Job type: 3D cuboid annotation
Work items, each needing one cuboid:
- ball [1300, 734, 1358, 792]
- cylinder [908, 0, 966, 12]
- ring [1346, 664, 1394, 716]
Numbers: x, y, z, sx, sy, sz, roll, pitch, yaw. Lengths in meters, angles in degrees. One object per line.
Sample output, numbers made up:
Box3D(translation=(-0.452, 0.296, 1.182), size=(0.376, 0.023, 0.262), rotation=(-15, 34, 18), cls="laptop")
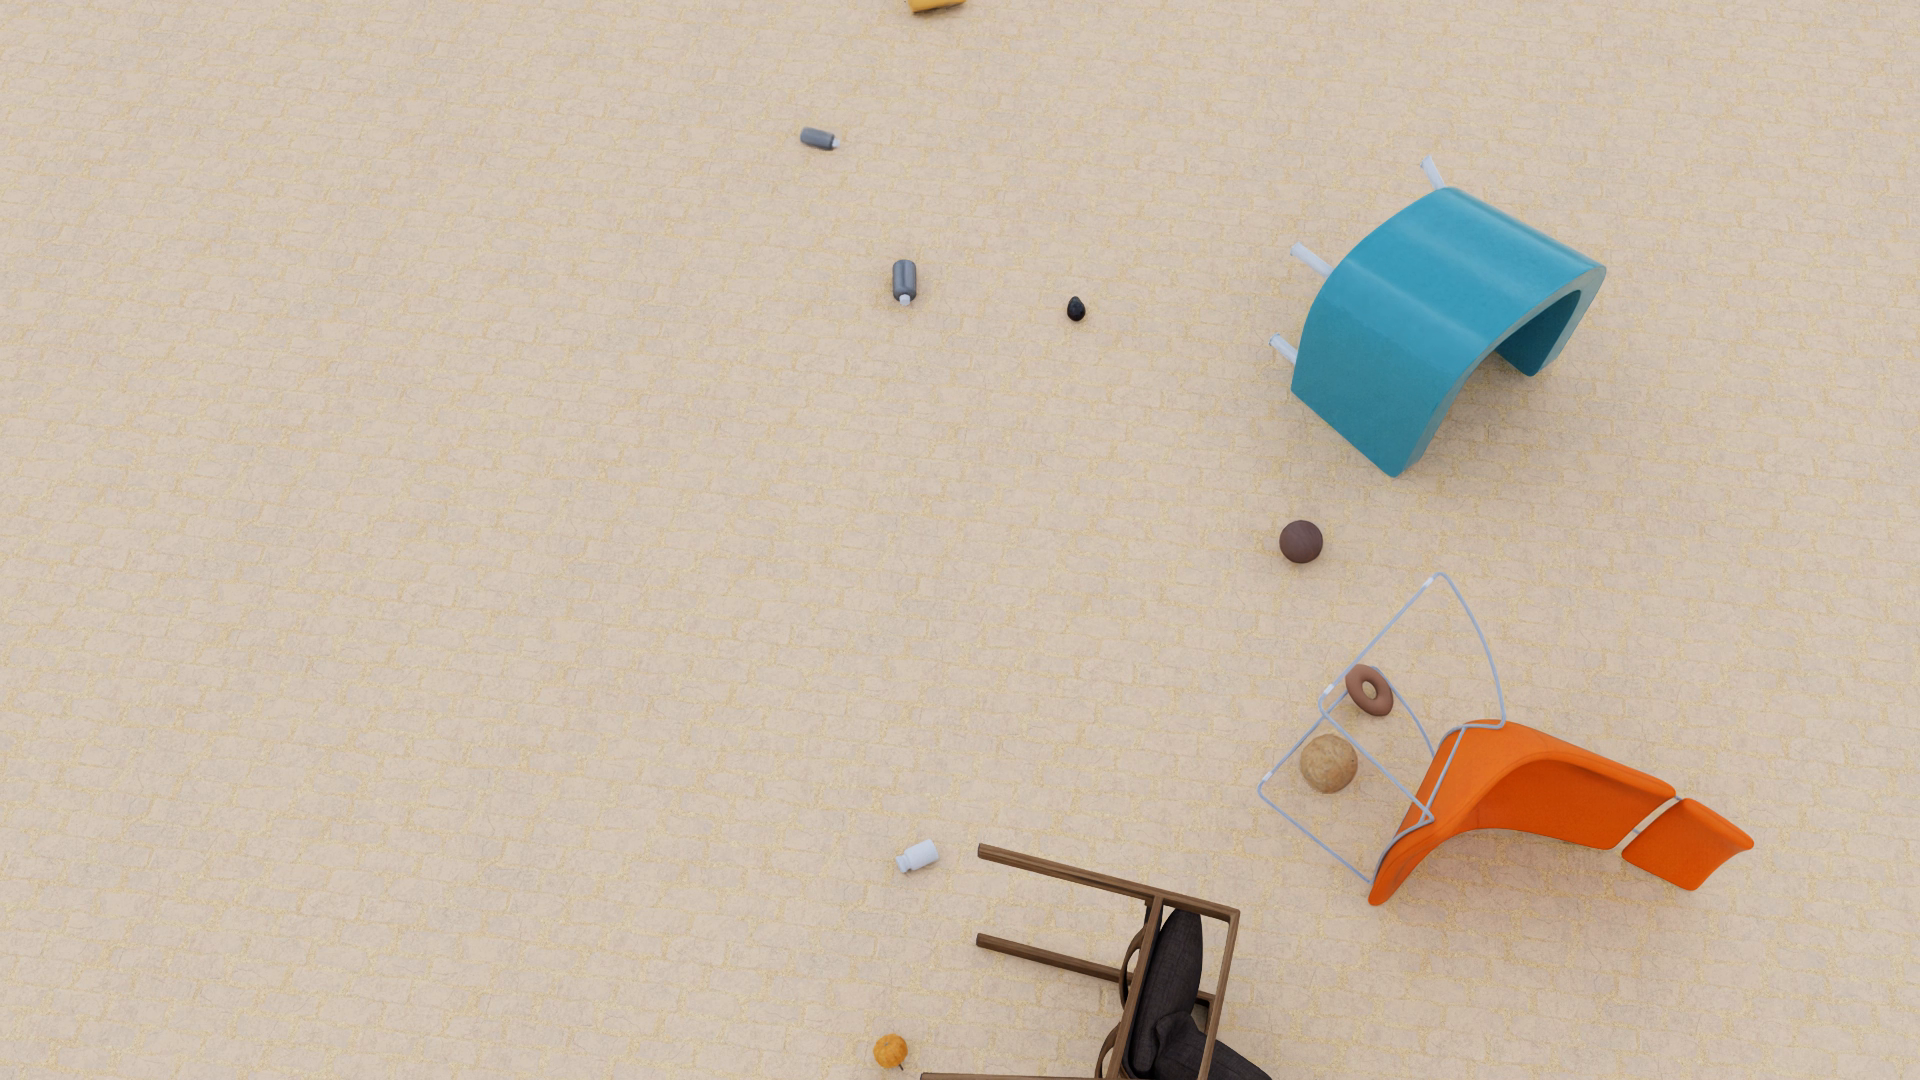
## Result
Box3D(translation=(1.019, 0.615, 6.066), size=(0.158, 0.158, 0.158), rotation=(0, 56, 0), cls="ball")
Box3D(translation=(-0.093, -1.985, 7.807), size=(0.195, 0.147, 0.189), rotation=(-13, 97, -9), cls="cylinder")
Box3D(translation=(1.157, 0.425, 6.216), size=(0.185, 0.038, 0.115), rotation=(44, 71, -17), cls="ring")
